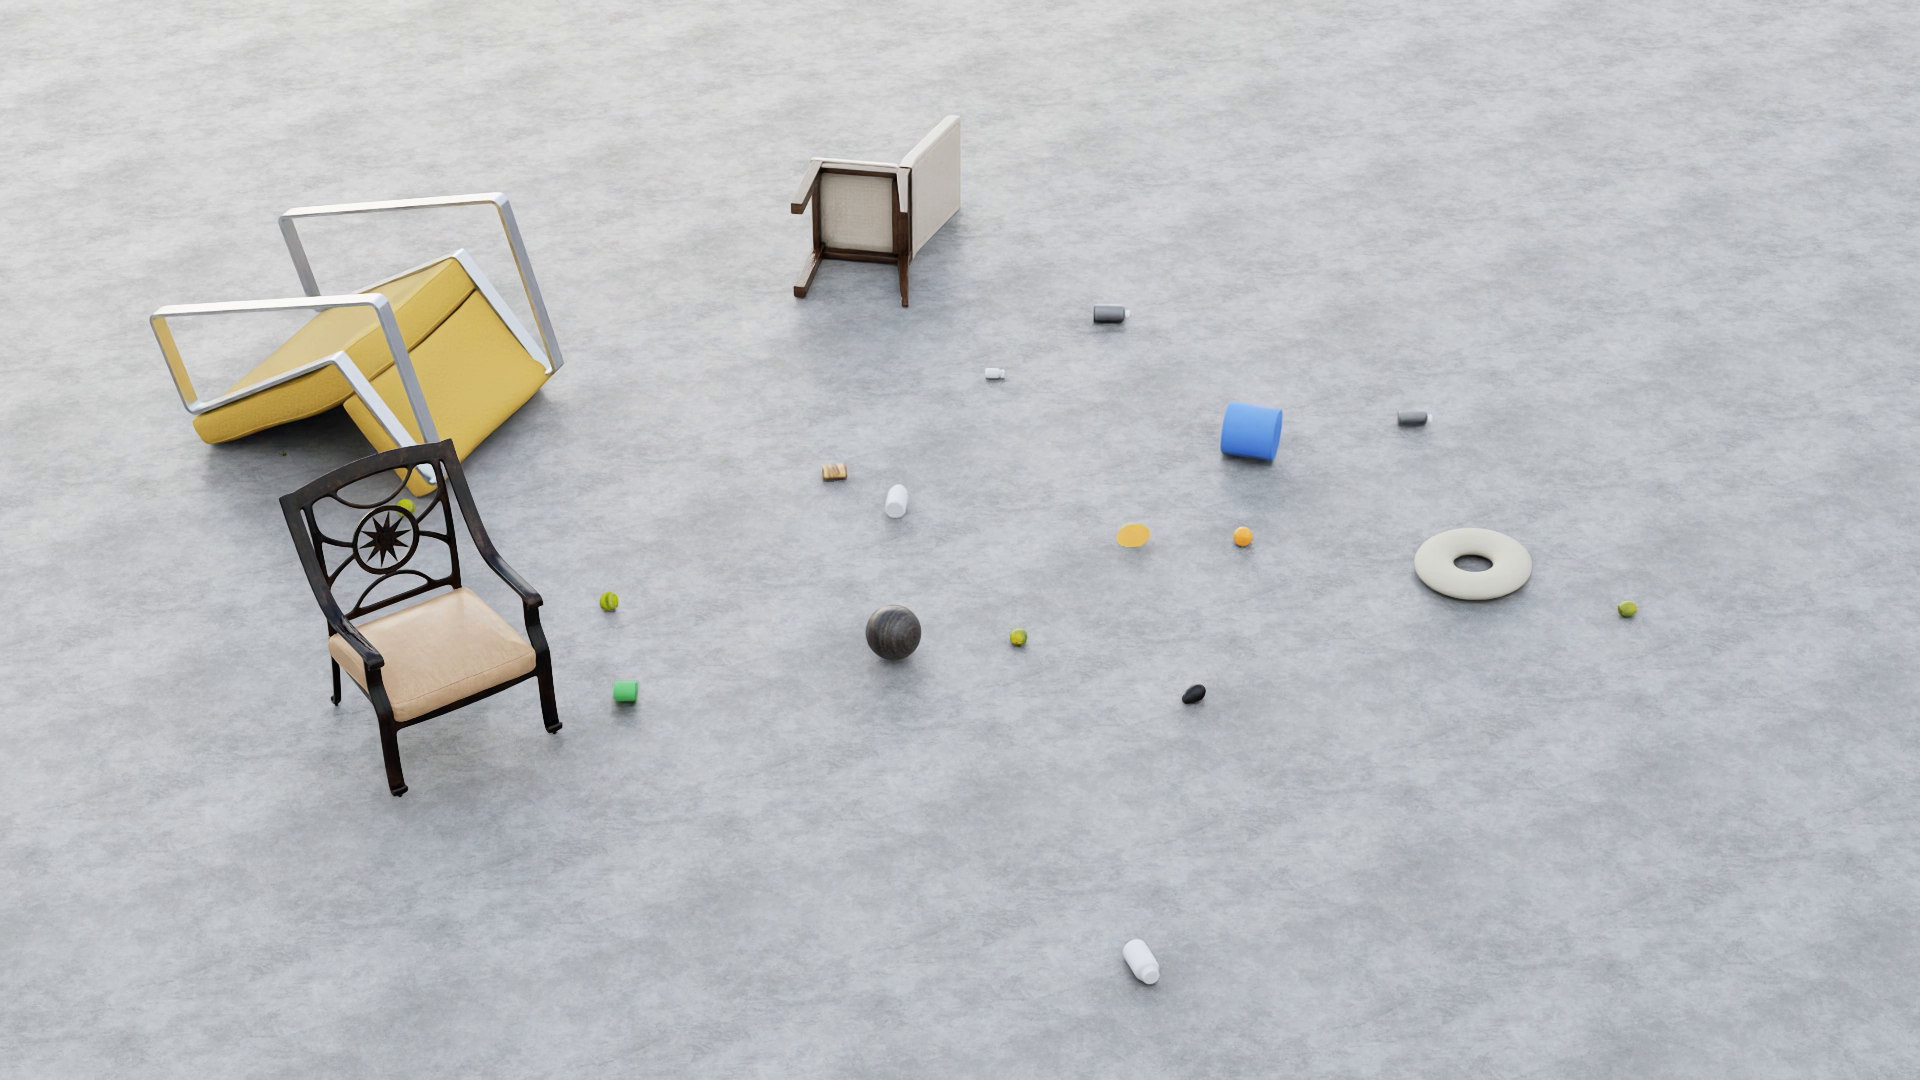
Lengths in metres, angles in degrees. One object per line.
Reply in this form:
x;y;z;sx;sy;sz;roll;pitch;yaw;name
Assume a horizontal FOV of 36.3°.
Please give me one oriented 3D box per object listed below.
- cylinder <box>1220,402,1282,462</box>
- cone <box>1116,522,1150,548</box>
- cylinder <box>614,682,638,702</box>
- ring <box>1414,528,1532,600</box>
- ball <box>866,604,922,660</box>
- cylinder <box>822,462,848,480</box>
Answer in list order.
1.134;-0.420;11.400;0.201;0.196;0.204;9;79;14;cylinder
0.643;-0.042;10.969;0.128;0.089;0.169;-14;18;4;cone
-1.149;0.524;10.078;0.073;0.070;0.096;1;-1;1;cylinder
1.881;0.086;10.748;0.451;0.073;0.417;-28;43;-34;ring
-0.233;0.323;10.274;0.197;0.197;0.197;0;33;0;ball
-0.485;-0.266;11.308;0.095;0.044;0.081;-4;34;-7;cylinder
